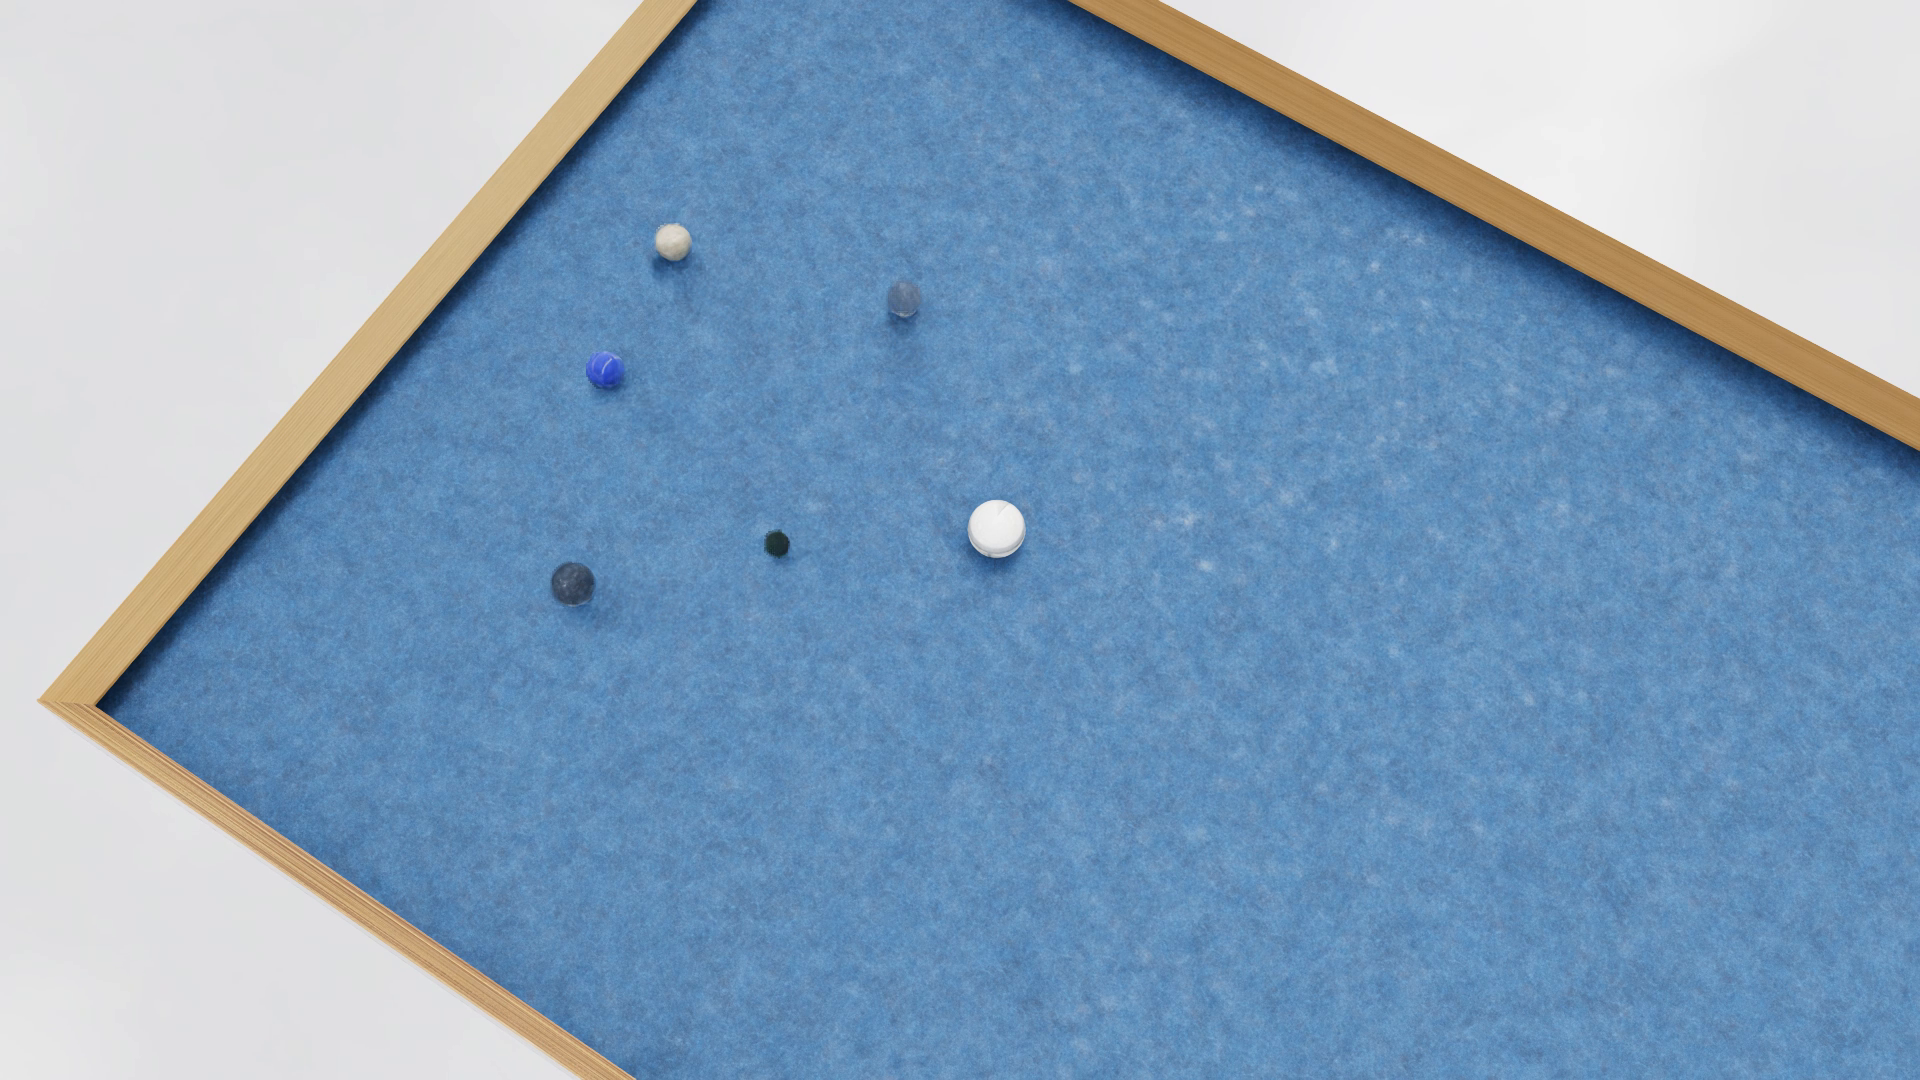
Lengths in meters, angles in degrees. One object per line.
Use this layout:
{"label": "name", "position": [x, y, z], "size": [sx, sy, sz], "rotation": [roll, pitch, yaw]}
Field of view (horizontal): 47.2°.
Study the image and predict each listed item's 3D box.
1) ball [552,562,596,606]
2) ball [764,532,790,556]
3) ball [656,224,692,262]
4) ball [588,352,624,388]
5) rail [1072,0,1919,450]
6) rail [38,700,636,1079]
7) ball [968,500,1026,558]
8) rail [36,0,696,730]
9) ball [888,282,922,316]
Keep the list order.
{"label": "ball", "position": [-0.614, 0.070, 3.494], "size": [0.070, 0.070, 0.070], "rotation": [0, 67, 0]}
{"label": "ball", "position": [-0.293, 0.006, 3.537], "size": [0.040, 0.040, 0.040], "rotation": [0, 67, 0]}
{"label": "ball", "position": [-0.488, -0.507, 3.748], "size": [0.062, 0.062, 0.062], "rotation": [0, 67, 0]}
{"label": "ball", "position": [-0.587, -0.283, 3.652], "size": [0.060, 0.060, 0.060], "rotation": [0, 67, 0]}
{"label": "rail", "position": [1.384, -0.272, 3.613], "size": [4.014, 0.121, 0.045], "rotation": [31, 70, 13]}
{"label": "rail", "position": [0.296, 1.256, 2.951], "size": [4.014, 0.121, 0.045], "rotation": [31, 70, 13]}
{"label": "ball", "position": [0.059, -0.018, 3.519], "size": [0.093, 0.093, 0.093], "rotation": [0, 67, 0]}
{"label": "rail", "position": [-0.820, -0.503, 3.713], "size": [0.045, 0.121, 2.036], "rotation": [31, 70, 13]}
{"label": "ball", "position": [-0.094, -0.405, 3.706], "size": [0.057, 0.057, 0.057], "rotation": [0, 67, 0]}
